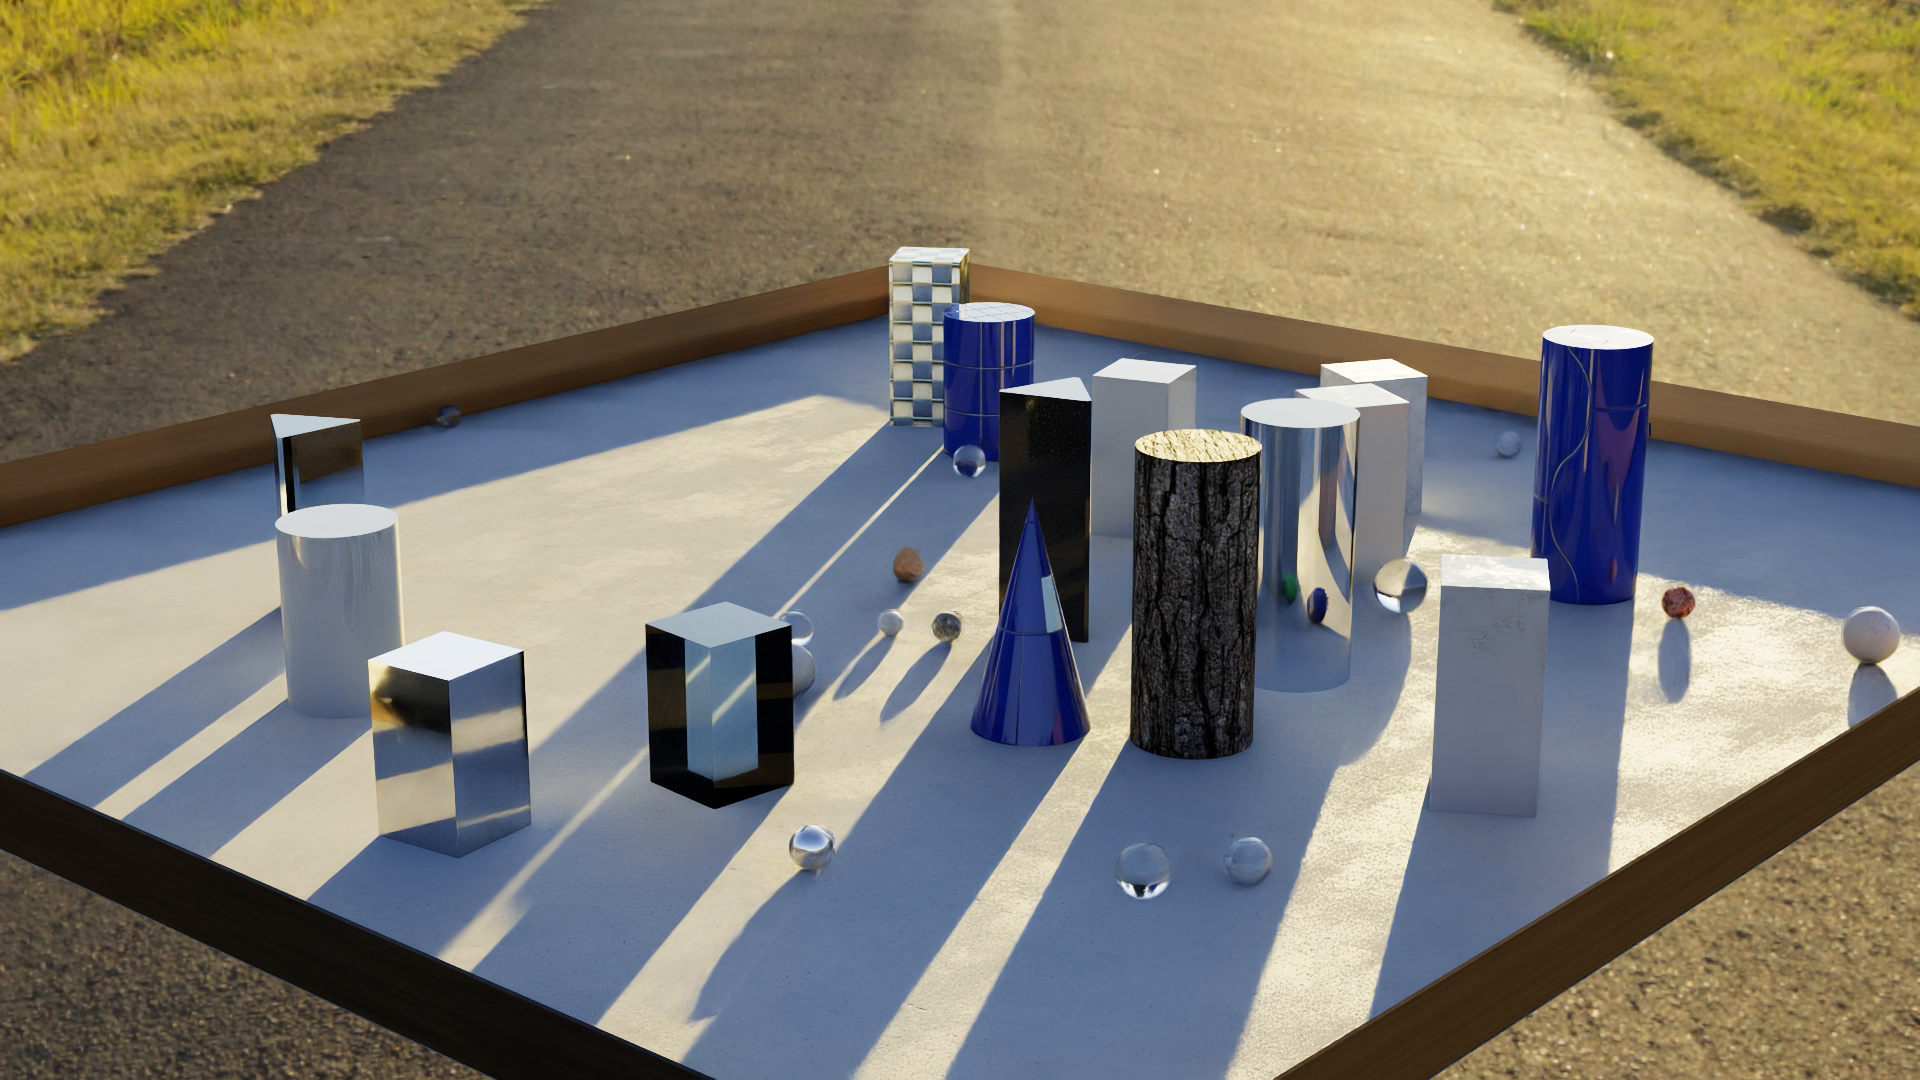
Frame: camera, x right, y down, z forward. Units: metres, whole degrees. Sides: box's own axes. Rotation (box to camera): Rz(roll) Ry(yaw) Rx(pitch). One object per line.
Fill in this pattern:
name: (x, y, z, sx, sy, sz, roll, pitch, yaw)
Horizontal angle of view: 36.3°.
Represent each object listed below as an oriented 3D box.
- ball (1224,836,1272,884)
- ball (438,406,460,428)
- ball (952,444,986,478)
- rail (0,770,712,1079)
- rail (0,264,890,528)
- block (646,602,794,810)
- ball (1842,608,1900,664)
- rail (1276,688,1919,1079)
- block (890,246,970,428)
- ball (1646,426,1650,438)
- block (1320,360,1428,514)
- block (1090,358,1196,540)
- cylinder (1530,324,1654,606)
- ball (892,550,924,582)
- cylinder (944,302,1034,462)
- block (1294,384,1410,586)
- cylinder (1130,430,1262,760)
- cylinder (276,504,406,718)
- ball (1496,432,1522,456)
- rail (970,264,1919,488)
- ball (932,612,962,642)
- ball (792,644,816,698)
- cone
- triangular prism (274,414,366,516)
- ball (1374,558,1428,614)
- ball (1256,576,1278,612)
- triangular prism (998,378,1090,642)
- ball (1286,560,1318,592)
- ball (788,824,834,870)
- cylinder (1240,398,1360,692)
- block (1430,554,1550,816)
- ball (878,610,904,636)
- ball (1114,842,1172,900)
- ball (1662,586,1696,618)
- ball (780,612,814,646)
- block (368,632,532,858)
ball: (0.384, 0.427, 3.910, 0.064, 0.064, 0.064, 0, 17, 0)
ball: (-1.086, -0.262, 6.221, 0.046, 0.046, 0.046, 0, 17, 0)
ball: (0.019, -0.157, 5.838, 0.067, 0.067, 0.067, 0, 17, 0)
rail: (-1.126, 0.406, 3.880, 3.230, 0.121, 0.045, 14, 22, 39)
rail: (-1.201, -0.272, 6.119, 0.045, 0.121, 3.482, 14, 22, 39)
block: (-0.346, 0.237, 4.232, 0.149, 0.243, 0.149, -15, 23, -41)
ball: (1.480, 0.156, 4.762, 0.091, 0.091, 0.091, 0, 17, 0)
rail: (1.201, 0.332, 4.123, 0.045, 0.121, 3.482, 14, 22, 39)
block: (-0.064, -0.432, 6.245, 0.149, 0.357, 0.149, 2, 17, 8)
ball: (1.405, -0.230, 6.096, 0.056, 0.056, 0.056, 0, 17, 0)
block: (0.786, -0.193, 5.606, 0.149, 0.269, 0.149, -6, 18, -19)
block: (0.342, -0.168, 5.462, 0.149, 0.304, 0.149, 7, 18, 23)
cylinder: (1.092, -0.131, 5.084, 0.186, 0.453, 0.186, 0, 17, 0)
ball: (-0.091, 0.046, 5.184, 0.057, 0.057, 0.057, 0, 17, 0)
cylinder: (0.059, -0.324, 6.002, 0.186, 0.291, 0.186, 0, 17, 0)
block: (0.688, -0.097, 5.194, 0.149, 0.324, 0.149, -6, 18, -18)
cylinder: (0.350, 0.080, 4.377, 0.186, 0.458, 0.186, 0, 17, 0)
cylinder: (-0.962, 0.109, 4.569, 0.186, 0.291, 0.186, 0, 17, 0)
ball: (1.122, -0.196, 5.993, 0.052, 0.052, 0.052, 0, 17, 0)
rail: (1.126, -0.345, 6.362, 3.230, 0.121, 0.045, 14, 22, 39)
ball: (-0.022, 0.144, 4.871, 0.050, 0.050, 0.050, 0, 17, 0)
ball: (-0.268, 0.205, 4.608, 0.086, 0.086, 0.086, 0, 17, 0)
cone: (0.109, 0.109, 4.443, 0.186, 0.365, 0.186, 0, 17, 0)
triangular prism: (-1.116, -0.039, 4.982, 0.140, 0.336, 0.161, 16, 23, 42)
ball: (0.754, 0.079, 5.012, 0.093, 0.093, 0.093, 0, 17, 0)
ball: (0.512, 0.092, 5.020, 0.062, 0.062, 0.062, 0, 17, 0)
triangular prism: (0.166, -0.056, 4.903, 0.161, 0.413, 0.140, 8, 18, 24)
ball: (0.598, 0.064, 5.129, 0.054, 0.054, 0.054, 0, 17, 0)
ball: (-0.201, 0.415, 3.957, 0.061, 0.061, 0.061, 0, 17, 0)
cylinder: (0.534, 0.008, 4.661, 0.186, 0.433, 0.186, 0, 17, 0)
block: (0.752, 0.206, 4.173, 0.149, 0.336, 0.149, 3, 17, 9)
ball: (-0.115, 0.139, 4.900, 0.042, 0.042, 0.042, 0, 17, 0)
ball: (0.242, 0.436, 3.862, 0.075, 0.075, 0.075, 0, 17, 0)
ball: (1.222, 0.105, 4.988, 0.056, 0.056, 0.056, 0, 17, 0)
ball: (-0.272, 0.148, 4.838, 0.061, 0.061, 0.061, 0, 17, 0)
block: (-0.705, 0.281, 4.058, 0.149, 0.258, 0.149, 11, 20, 32)
